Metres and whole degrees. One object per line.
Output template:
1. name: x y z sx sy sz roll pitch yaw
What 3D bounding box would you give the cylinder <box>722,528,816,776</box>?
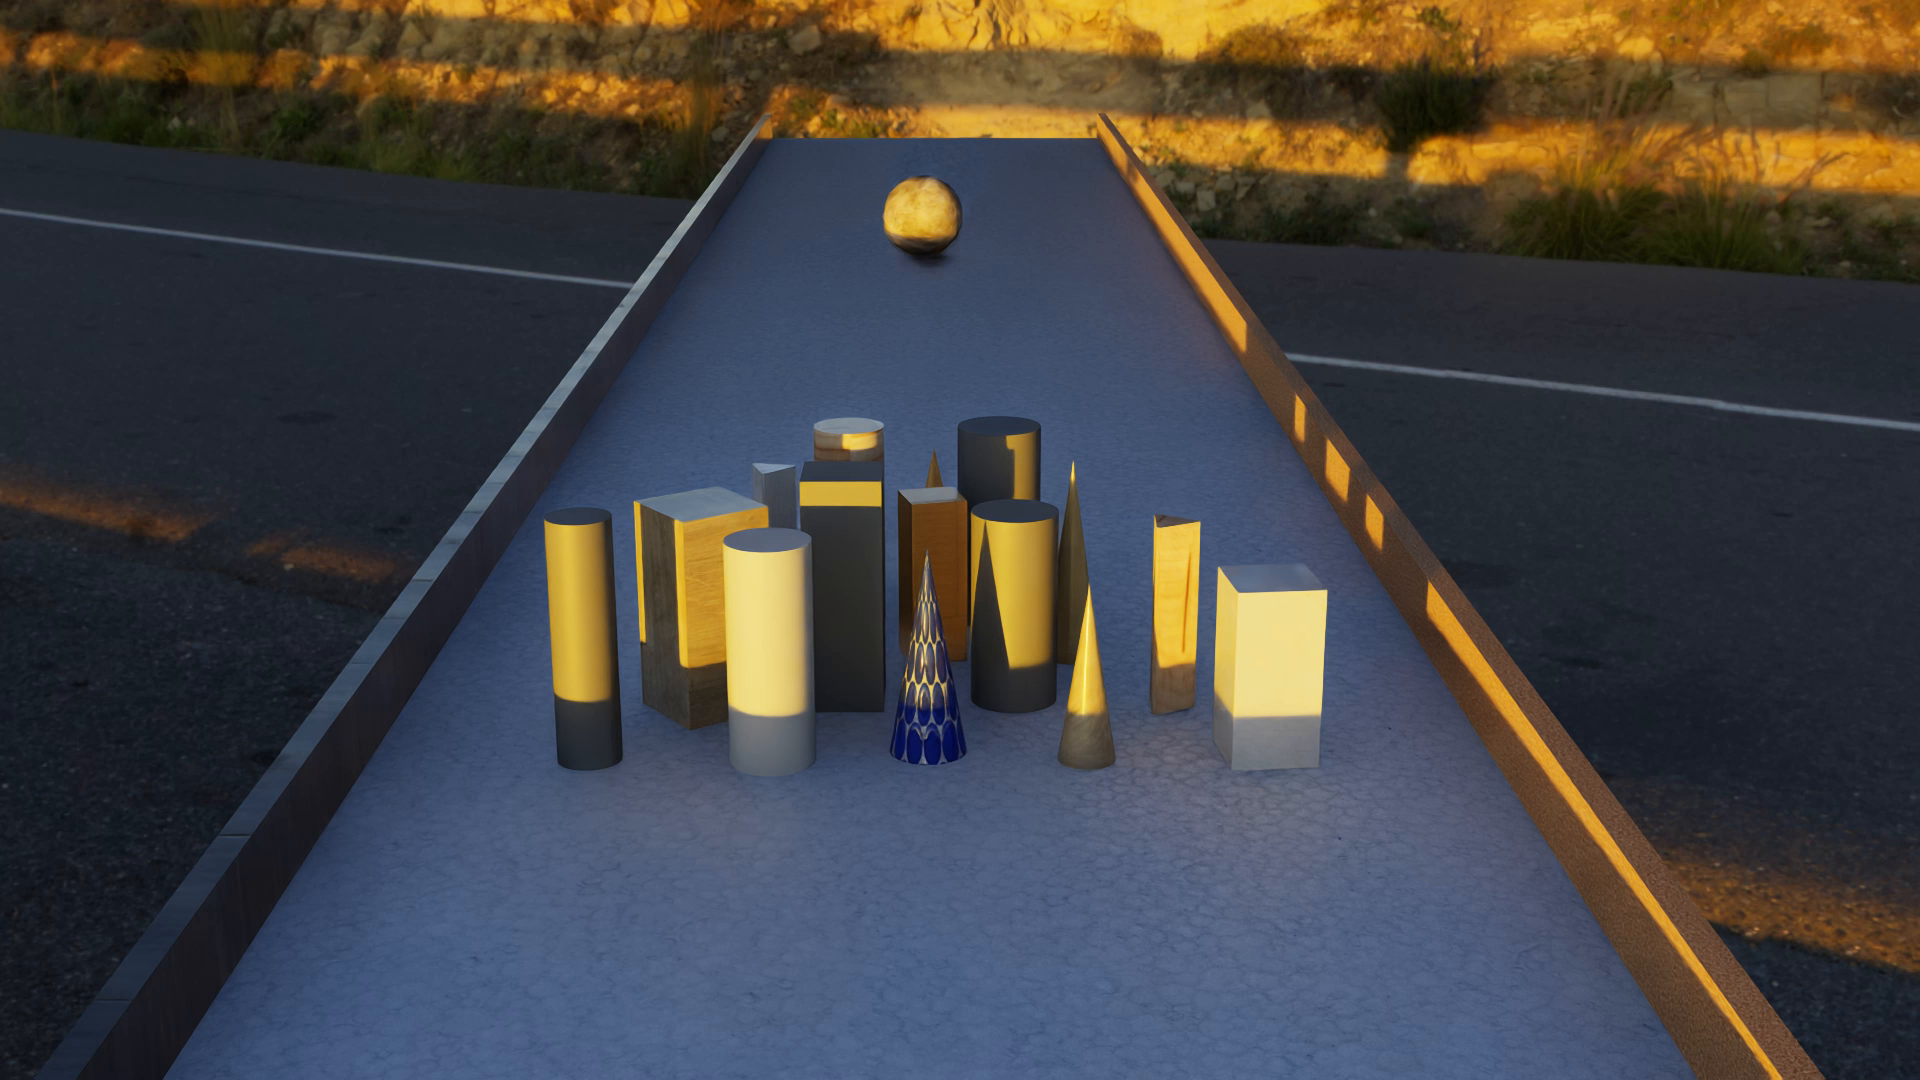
1. cylinder: -0.333 0.195 3.855 0.153 0.408 0.153 0 17 0

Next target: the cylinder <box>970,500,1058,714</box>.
1. cylinder: 0.103 0.124 4.157 0.164 0.372 0.164 0 17 0

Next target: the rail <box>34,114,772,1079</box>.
1. rail: -1.118 -0.838 7.780 0.050 0.150 12.000 0 17 -1

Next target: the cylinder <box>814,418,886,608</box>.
1. cylinder: -0.230 -0.035 4.607 0.146 0.420 0.146 0 17 0

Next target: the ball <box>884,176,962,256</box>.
1. ball: -0.155 -1.355 9.196 0.334 0.334 0.334 0 17 0

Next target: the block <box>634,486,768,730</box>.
1. block: -0.478 0.124 4.112 0.180 0.398 0.180 -12 20 -35

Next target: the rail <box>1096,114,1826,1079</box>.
1. rail: 0.932 -0.844 7.801 0.050 0.150 12.000 0 17 -1

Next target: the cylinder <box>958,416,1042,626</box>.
1. cylinder: 0.081 -0.037 4.617 0.173 0.418 0.173 0 17 0

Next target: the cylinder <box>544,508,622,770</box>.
1. cylinder: -0.659 0.174 3.854 0.116 0.449 0.116 0 17 0

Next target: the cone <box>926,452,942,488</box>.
1. cone: -0.057 -0.061 4.905 0.133 0.300 0.133 0 17 0

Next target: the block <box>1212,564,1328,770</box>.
1. block: 0.546 0.224 3.899 0.156 0.328 0.156 -2 17 -6

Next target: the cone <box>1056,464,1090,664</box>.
1. cone: 0.223 0.038 4.387 0.116 0.406 0.116 0 17 0

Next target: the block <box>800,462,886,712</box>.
1. block: -0.219 0.088 4.144 0.149 0.449 0.149 0 17 0

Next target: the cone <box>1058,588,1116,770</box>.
1. cone: 0.225 0.233 3.870 0.104 0.326 0.104 0 17 0

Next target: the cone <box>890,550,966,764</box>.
1. cone: -0.057 0.195 3.902 0.140 0.381 0.140 0 17 0

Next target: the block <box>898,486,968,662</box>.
1. block: -0.055 0.071 4.404 0.112 0.333 0.112 -5 17 -15

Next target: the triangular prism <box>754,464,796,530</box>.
1. triangular prism: -0.383 0.042 4.397 0.075 0.392 0.087 15 22 40

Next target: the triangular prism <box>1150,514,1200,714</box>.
1. triangular prism: 0.385 0.136 4.128 0.093 0.365 0.080 -9 19 -27
